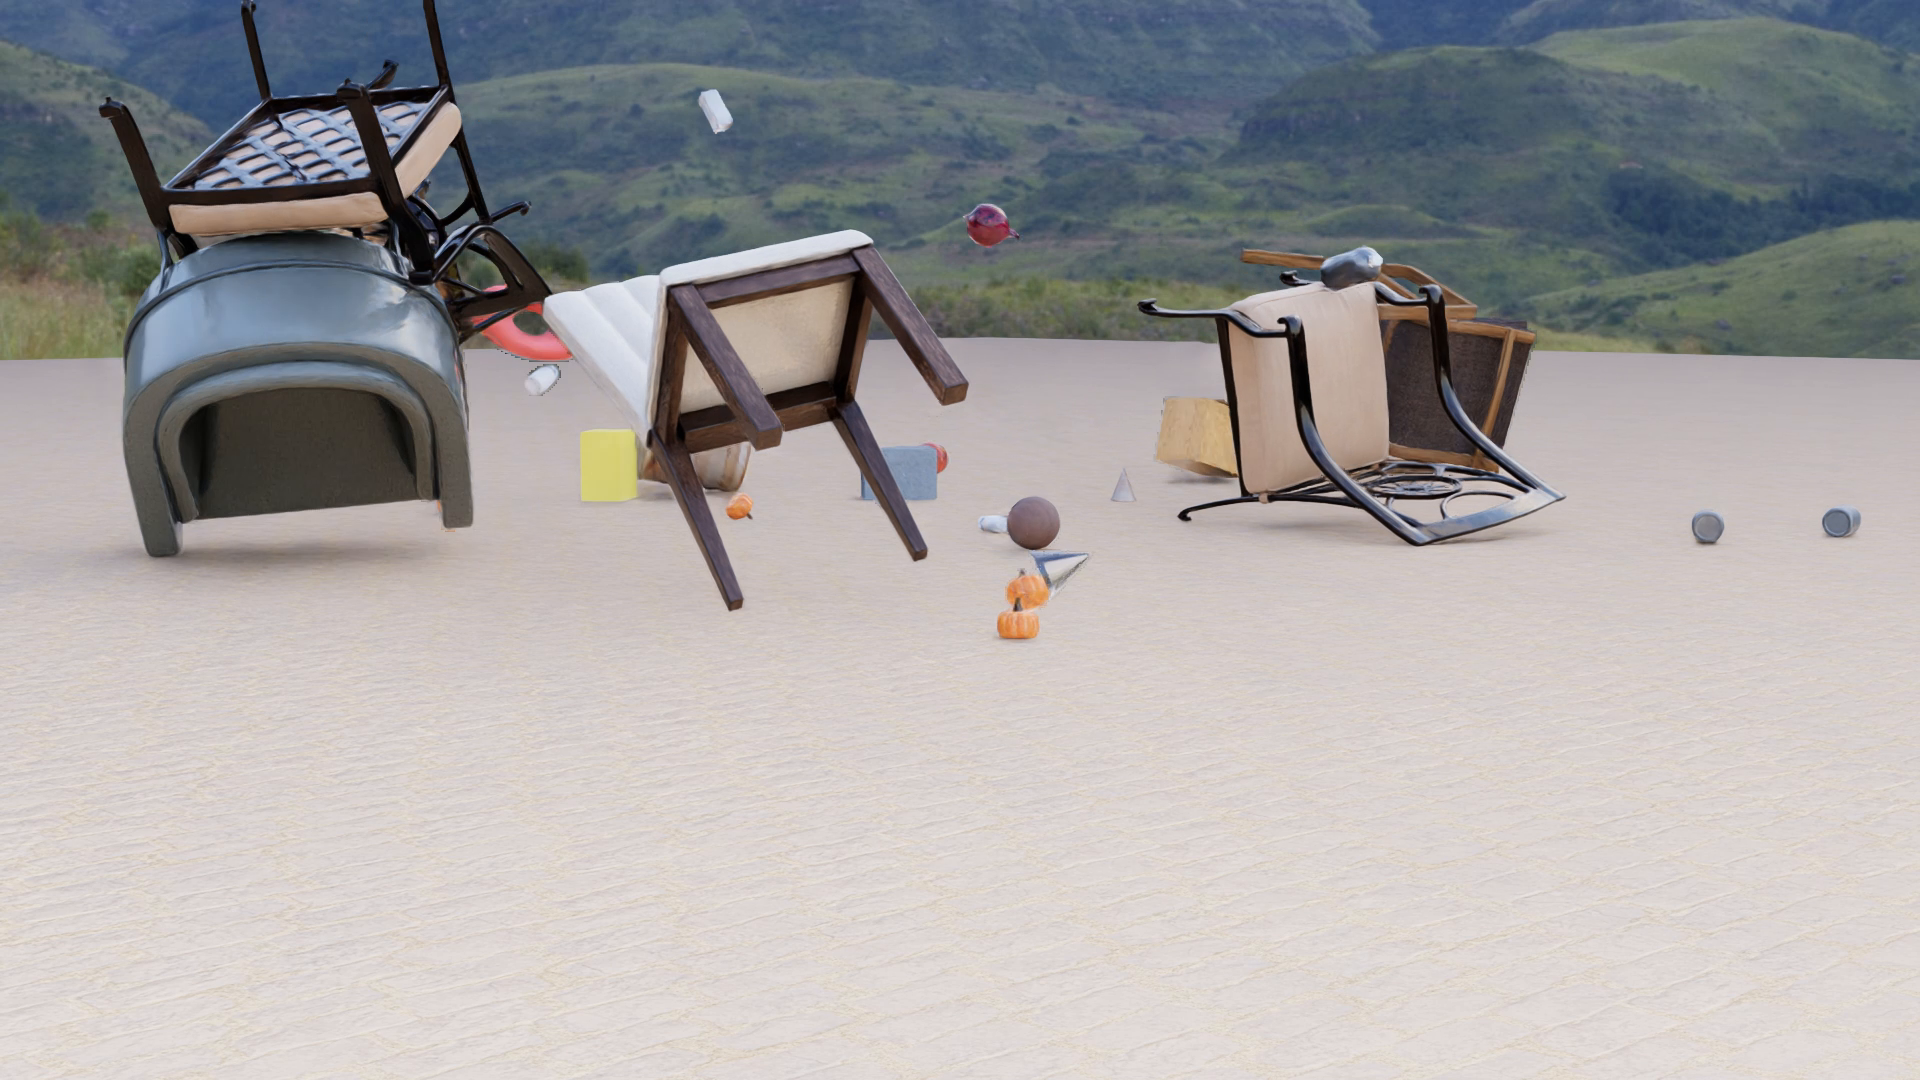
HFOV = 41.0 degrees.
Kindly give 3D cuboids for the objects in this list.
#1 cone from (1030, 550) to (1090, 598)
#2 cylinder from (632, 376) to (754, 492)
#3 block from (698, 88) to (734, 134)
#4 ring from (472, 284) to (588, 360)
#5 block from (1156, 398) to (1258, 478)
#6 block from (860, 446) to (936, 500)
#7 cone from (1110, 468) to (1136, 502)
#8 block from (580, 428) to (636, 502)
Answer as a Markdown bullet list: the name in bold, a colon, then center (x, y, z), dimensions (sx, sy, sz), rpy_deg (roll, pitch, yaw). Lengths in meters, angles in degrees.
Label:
- **cone**: center (0.216, 0.049, 5.221), dimensions (0.115, 0.113, 0.101), rpy_deg (-22, 38, -1)
- **cylinder**: center (-0.814, -0.319, 7.761), dimensions (0.312, 0.314, 0.273), rpy_deg (8, -8, -19)
- **block**: center (-0.475, -0.834, 4.984), dimensions (0.033, 0.078, 0.028), rpy_deg (-21, -13, -32)
- **ring**: center (-1.307, -0.662, 7.812), dimensions (0.400, 0.211, 0.123), rpy_deg (16, -1, -35)
- **block**: center (0.797, -0.328, 8.266), dimensions (0.179, 0.202, 0.258), rpy_deg (5, -8, 46)
- **block**: center (-0.184, -0.198, 7.613), dimensions (0.213, 0.149, 0.146), rpy_deg (-1, 6, -8)
- **cone**: center (0.482, -0.167, 7.551), dimensions (0.076, 0.098, 0.169), rpy_deg (0, 6, 0)
- **block**: center (-1.038, -0.222, 7.583), dimensions (0.121, 0.202, 0.157), rpy_deg (1, 6, 9)
